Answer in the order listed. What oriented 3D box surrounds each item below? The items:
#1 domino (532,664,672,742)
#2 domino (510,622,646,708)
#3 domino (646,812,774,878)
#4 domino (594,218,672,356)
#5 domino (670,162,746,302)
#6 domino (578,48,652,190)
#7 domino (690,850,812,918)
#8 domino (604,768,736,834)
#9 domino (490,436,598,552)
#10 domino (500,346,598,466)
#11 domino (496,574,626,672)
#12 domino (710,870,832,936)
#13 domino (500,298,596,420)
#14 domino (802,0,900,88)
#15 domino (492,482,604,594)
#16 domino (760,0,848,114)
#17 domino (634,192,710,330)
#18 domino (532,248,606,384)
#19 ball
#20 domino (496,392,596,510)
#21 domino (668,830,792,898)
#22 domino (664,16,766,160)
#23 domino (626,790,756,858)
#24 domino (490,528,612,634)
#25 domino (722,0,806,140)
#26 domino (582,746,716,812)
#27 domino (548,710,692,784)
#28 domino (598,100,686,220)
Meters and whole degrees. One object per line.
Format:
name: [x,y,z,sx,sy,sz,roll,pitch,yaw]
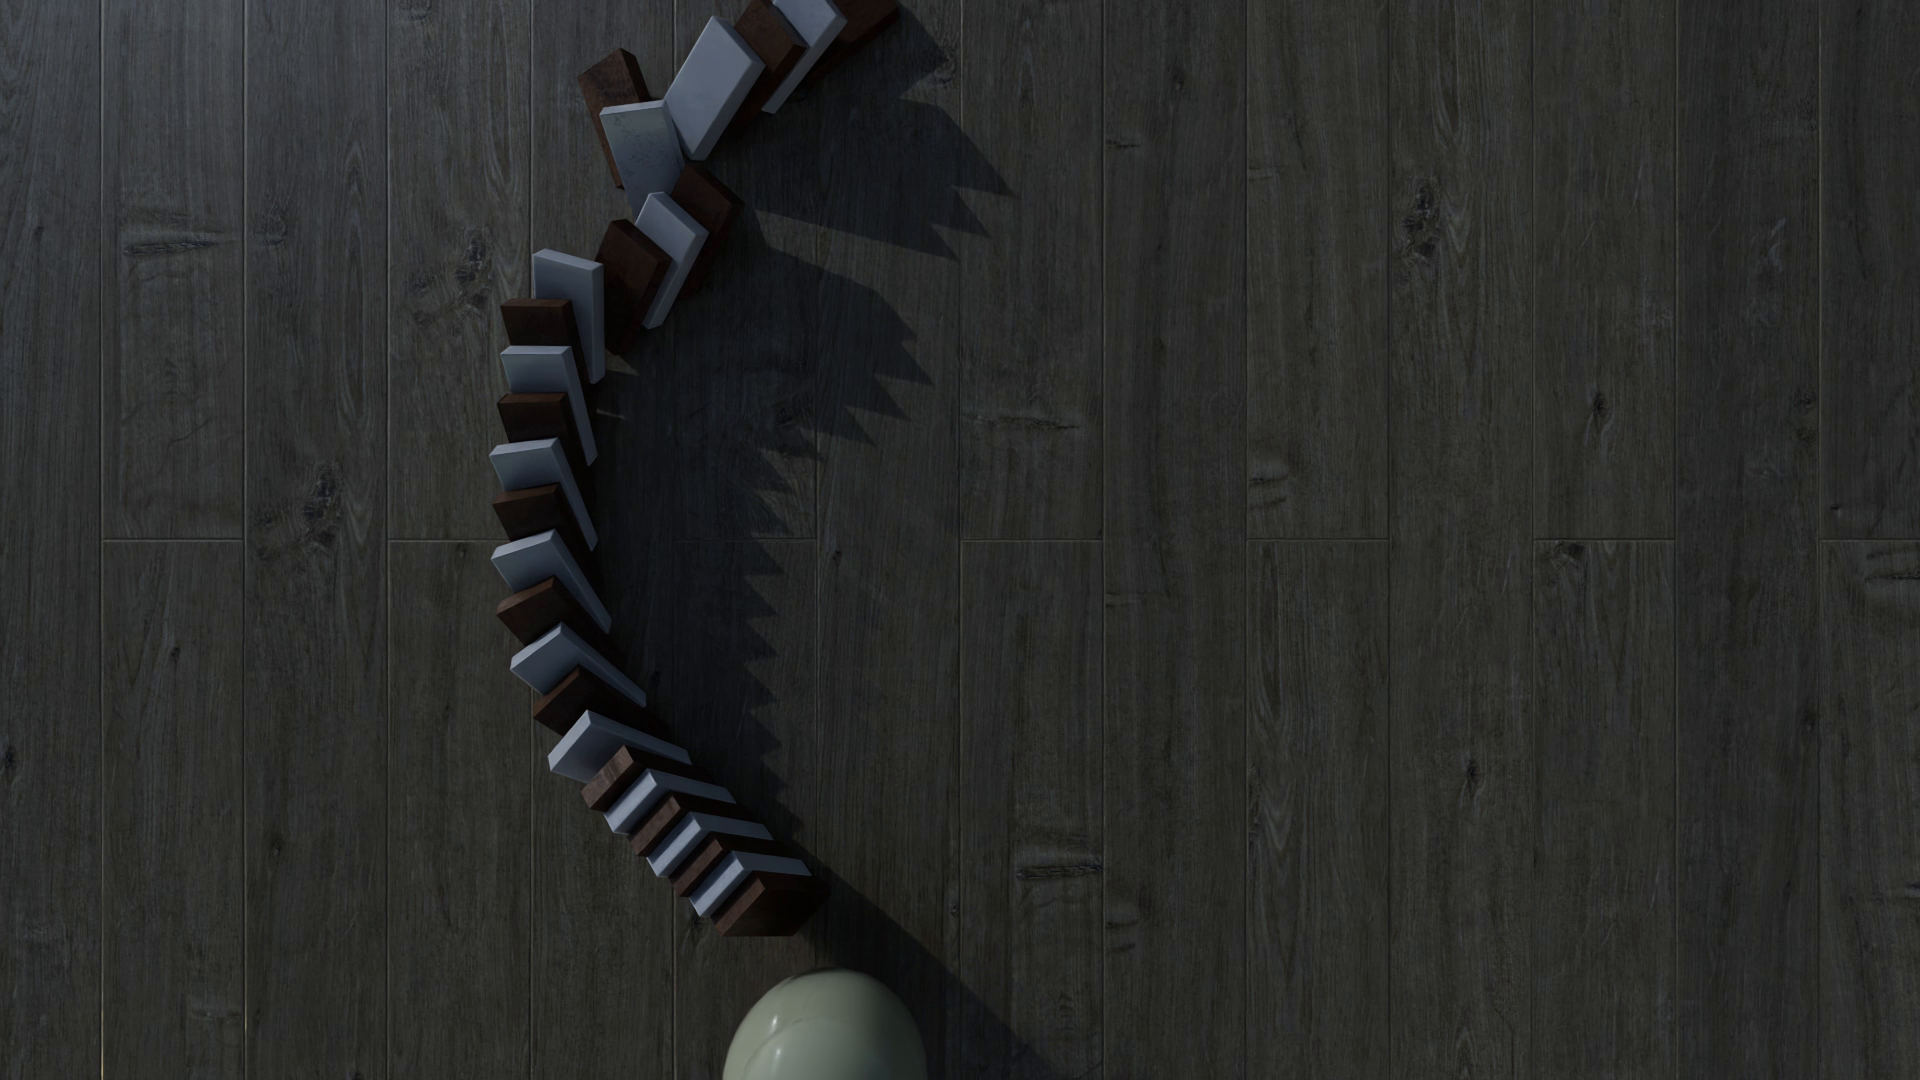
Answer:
domino: [-0.149,0.076,0.383,0.025,0.010,0.050,-43,122,0]
domino: [-0.158,0.059,0.383,0.025,0.009,0.050,-37,122,0]
domino: [-0.101,0.127,0.376,0.025,0.050,0.010,-47,57,0]
domino: [-0.142,-0.105,0.383,0.025,0.010,0.050,41,122,0]
domino: [-0.113,-0.128,0.383,0.025,0.009,0.050,42,120,0]
domino: [-0.143,-0.178,0.391,0.025,0.009,0.050,-20,90,22]
domino: [-0.085,0.142,0.376,0.025,0.050,0.010,-47,57,0]
domino: [-0.118,0.111,0.377,0.025,0.050,0.009,-47,56,0]
domino: [-0.173,-0.017,0.383,0.025,0.009,0.050,-8,122,0]
domino: [-0.171,-0.055,0.382,0.025,0.009,0.050,0,122,2]
domino: [-0.165,0.041,0.382,0.025,0.009,0.050,-27,123,0]
domino: [-0.076,0.150,0.376,0.025,0.050,0.010,-47,57,0]
domino: [-0.171,-0.074,0.382,0.025,0.009,0.050,2,122,3]
domino: [-0.054,-0.222,0.395,0.050,0.010,0.025,-38,90,0]
domino: [-0.171,0.002,0.383,0.025,0.010,0.050,-11,122,0]
domino: [-0.073,-0.208,0.385,0.050,0.010,0.025,-38,90,26]
domino: [-0.127,-0.116,0.383,0.025,0.010,0.050,42,122,0]
domino: [-0.162,-0.093,0.382,0.025,0.009,0.050,15,124,2]
ball: [-0.053,0.212,0.360,0.080,0.080,0.080,0,90,0]
domino: [-0.172,-0.036,0.383,0.025,0.009,0.050,-2,122,0]
domino: [-0.093,0.135,0.376,0.025,0.050,0.009,-47,57,0]
domino: [-0.105,-0.188,0.383,0.025,0.010,0.050,50,121,2]
domino: [-0.109,0.119,0.376,0.025,0.050,0.009,-47,57,0]
domino: [-0.169,0.021,0.383,0.025,0.009,0.050,-18,122,0]
domino: [-0.089,-0.197,0.383,0.050,0.010,0.025,-38,90,30]
domino: [-0.127,0.102,0.377,0.025,0.050,0.010,-47,54,0]
domino: [-0.140,0.091,0.380,0.025,0.009,0.050,-49,130,4]
domino: [-0.127,-0.153,0.380,0.025,0.010,0.050,-7,132,0]
